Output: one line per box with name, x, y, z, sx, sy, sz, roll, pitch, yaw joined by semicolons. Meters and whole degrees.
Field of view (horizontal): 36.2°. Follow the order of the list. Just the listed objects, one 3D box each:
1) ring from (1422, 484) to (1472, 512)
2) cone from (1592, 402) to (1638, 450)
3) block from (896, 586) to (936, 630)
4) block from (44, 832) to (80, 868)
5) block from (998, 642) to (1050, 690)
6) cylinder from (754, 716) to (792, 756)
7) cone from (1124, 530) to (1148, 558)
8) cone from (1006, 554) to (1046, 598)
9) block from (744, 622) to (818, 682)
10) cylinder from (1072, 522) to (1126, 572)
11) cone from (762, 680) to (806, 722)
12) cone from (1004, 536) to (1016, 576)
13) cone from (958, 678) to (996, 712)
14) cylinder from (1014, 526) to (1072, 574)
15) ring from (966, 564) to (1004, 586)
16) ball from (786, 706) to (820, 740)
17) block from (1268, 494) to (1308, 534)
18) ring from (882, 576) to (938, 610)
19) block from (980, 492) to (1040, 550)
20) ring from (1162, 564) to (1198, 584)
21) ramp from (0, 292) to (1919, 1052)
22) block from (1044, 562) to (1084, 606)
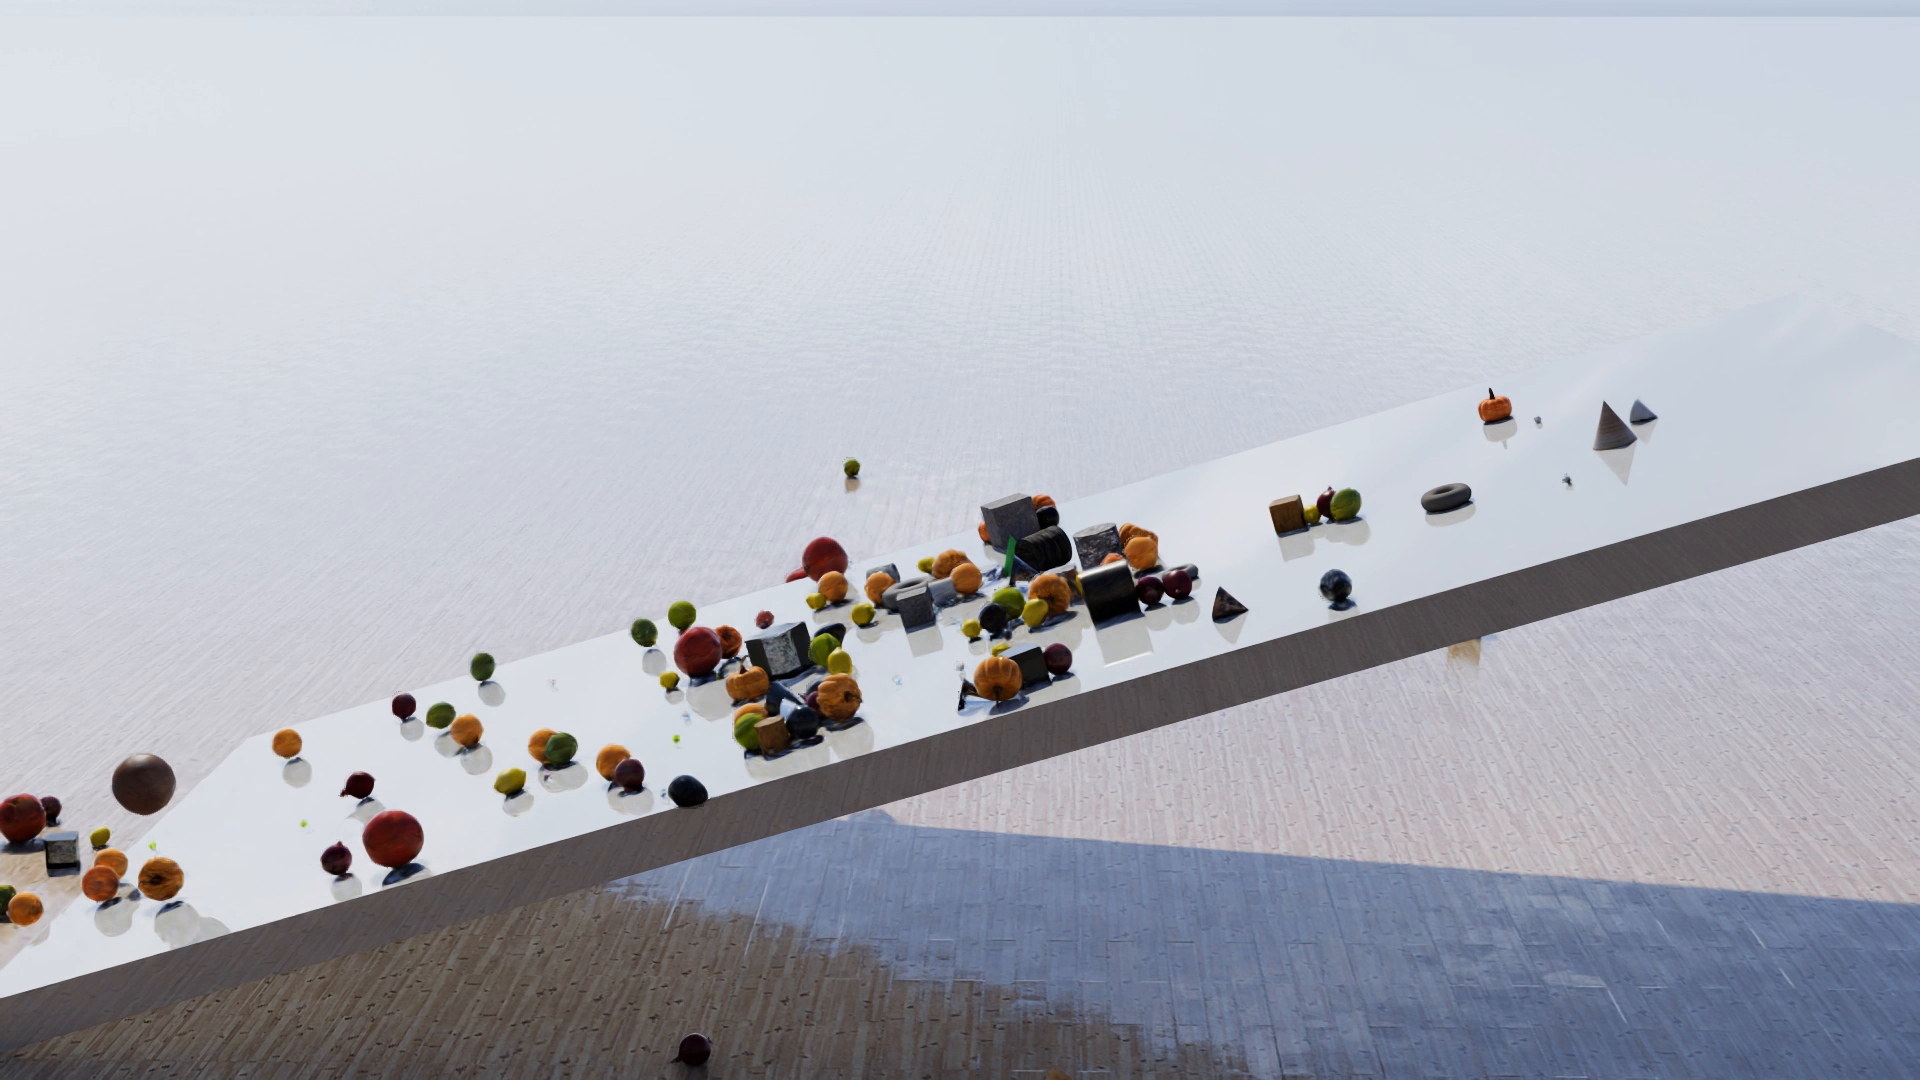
ring;0.982;-0.086;5.940;0.104;0.035;0.104;-17;11;3
cone;1.334;-0.243;6.040;0.095;0.095;0.095;-16;10;3
block;-0.096;0.147;6.366;0.066;0.066;0.066;-16;10;5
block;-2.050;0.708;6.716;0.066;0.066;0.066;-2;11;-10
block;0.119;0.237;5.511;0.066;0.066;0.066;-20;10;-15
cylinder;-0.355;0.371;5.588;0.058;0.058;0.058;-16;10;3
cone;0.374;0.004;6.392;0.057;0.057;0.057;-16;10;3
cone;0.156;0.086;6.347;0.096;0.096;0.096;10;11;0
block;-0.380;0.238;6.250;0.096;0.096;0.096;-9;12;37
cylinder;0.300;0.024;6.294;0.096;0.096;0.096;-16;10;3
cone;-0.328;0.333;5.797;0.094;0.094;0.094;13;14;13
cone;0.124;0.028;6.598;0.085;0.085;0.085;-16;10;3
cone;0.033;0.292;5.452;0.067;0.067;0.067;10;11;0
cylinder;0.185;0.025;6.494;0.090;0.090;0.090;-23;22;-33
ring;0.057;0.080;6.584;0.092;0.031;0.092;-16;10;3
ball;-0.298;0.347;5.594;0.066;0.066;0.066;0;11;0
block;0.689;-0.055;6.178;0.061;0.061;0.061;-14;10;17
ring;-0.108;0.119;6.600;0.139;0.046;0.139;-15;10;3
block;0.121;-0.045;6.961;0.100;0.100;0.100;-19;10;-14
ring;0.449;0.070;5.998;0.078;0.026;0.078;-16;11;3
ramp;0.092;0.186;6.319;4.000;0.100;2.000;-16;10;5
block;0.217;0.093;6.141;0.065;0.065;0.065;-16;10;7
